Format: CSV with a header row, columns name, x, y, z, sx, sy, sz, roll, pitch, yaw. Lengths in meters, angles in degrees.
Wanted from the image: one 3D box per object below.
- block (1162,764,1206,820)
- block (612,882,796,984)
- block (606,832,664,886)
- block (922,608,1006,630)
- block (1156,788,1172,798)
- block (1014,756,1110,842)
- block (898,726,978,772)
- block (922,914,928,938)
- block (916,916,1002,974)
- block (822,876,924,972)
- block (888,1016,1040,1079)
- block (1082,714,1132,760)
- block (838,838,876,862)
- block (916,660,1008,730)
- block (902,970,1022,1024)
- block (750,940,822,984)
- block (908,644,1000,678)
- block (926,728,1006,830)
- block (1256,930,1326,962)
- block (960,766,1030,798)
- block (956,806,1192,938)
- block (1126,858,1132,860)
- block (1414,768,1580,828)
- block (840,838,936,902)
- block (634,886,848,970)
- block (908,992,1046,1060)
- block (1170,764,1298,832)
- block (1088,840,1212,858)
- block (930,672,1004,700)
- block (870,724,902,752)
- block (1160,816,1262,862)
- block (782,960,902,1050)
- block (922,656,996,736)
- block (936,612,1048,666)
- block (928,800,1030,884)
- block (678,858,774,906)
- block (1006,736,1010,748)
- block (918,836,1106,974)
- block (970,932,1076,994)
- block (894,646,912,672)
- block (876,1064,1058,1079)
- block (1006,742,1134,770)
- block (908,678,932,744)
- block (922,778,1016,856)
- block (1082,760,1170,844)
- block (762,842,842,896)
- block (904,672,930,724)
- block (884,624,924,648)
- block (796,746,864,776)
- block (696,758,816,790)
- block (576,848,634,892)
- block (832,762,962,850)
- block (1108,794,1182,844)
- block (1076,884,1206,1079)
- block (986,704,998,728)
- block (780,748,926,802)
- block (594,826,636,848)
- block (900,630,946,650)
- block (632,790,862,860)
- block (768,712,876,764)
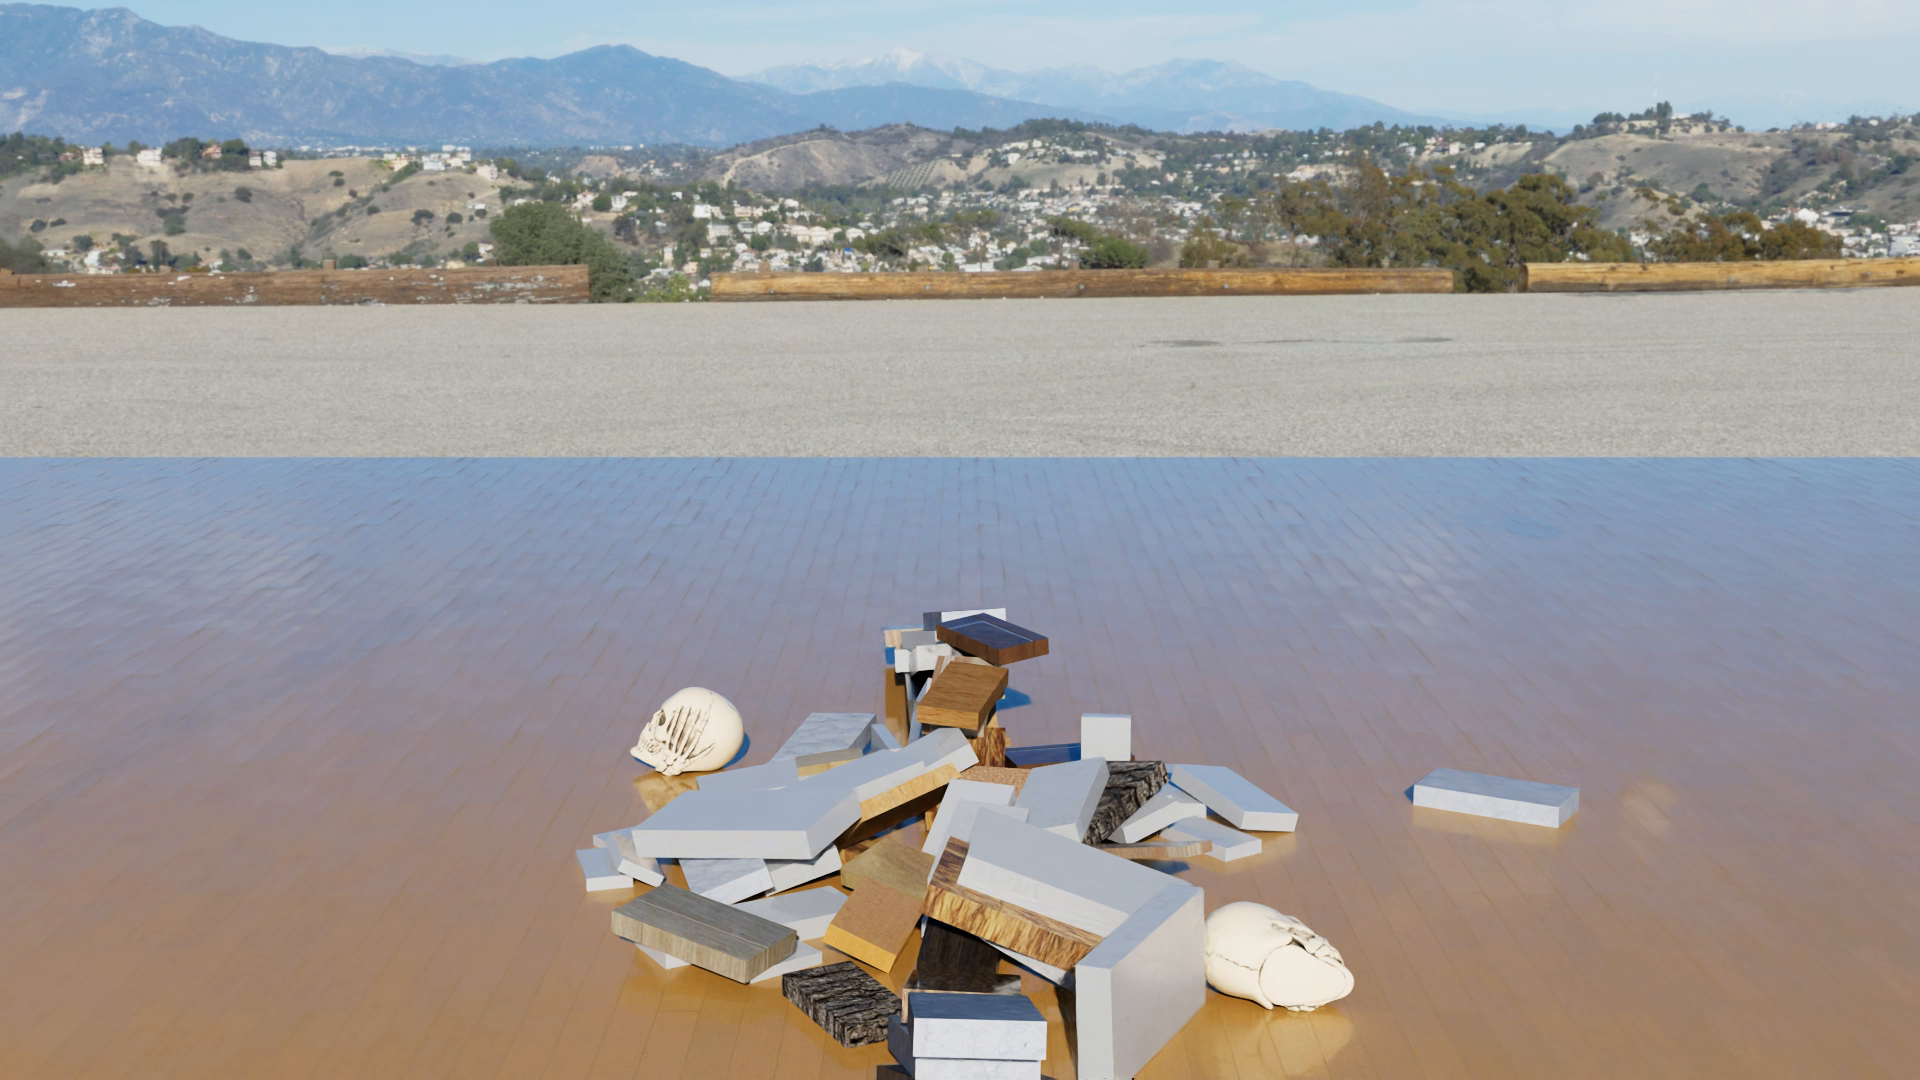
name,x,y,z,sx,sy,sz,roll,pitch,yaw
block,0.399,0.478,4.176,0.122,0.035,0.255,1,11,3
block,-0.391,0.597,3.352,0.256,0.036,0.128,14,20,29
block,-0.556,0.545,3.756,0.077,0.022,0.155,27,2,-19
block,0.008,0.175,4.834,0.138,0.039,0.276,-3,-2,-9
block,0.293,0.493,4.009,0.172,0.024,0.086,-19,16,-15
block,0.167,0.462,3.834,0.137,0.039,0.275,-12,16,18
block,-0.112,0.436,4.038,0.282,0.040,0.141,-28,17,-5
block,0.035,0.567,3.510,0.118,0.033,0.236,10,27,17
block,0.010,0.594,3.375,0.118,0.033,0.236,4,26,6
block,-0.131,0.597,3.431,0.112,0.032,0.224,25,14,6
block,0.001,0.659,2.861,0.156,0.044,0.311,3,-6,-8
block,0.272,0.417,4.104,0.091,0.182,0.026,1,10,6
block,-0.193,0.542,3.878,0.065,0.018,0.131,-8,13,-37
block,0.007,0.293,4.177,0.117,0.033,0.235,6,19,14
block,0.005,0.633,3.044,0.156,0.044,0.311,3,-6,2
block,-0.282,0.641,3.345,0.131,0.018,0.065,-8,13,-37
block,-0.010,0.252,4.641,0.176,0.050,0.353,-4,-6,-4
block,0.013,0.442,4.088,0.141,0.040,0.282,0,28,2
block,0.515,0.630,3.413,0.103,0.015,0.051,-8,13,-36
block,0.038,0.492,3.889,0.141,0.040,0.282,2,26,12
block,0.176,0.517,3.314,0.347,0.049,0.174,20,19,1
block,0.224,0.543,3.696,0.086,0.024,0.229,-8,-3,14
block,1.009,0.483,4.138,0.275,0.039,0.137,6,12,30
block,-0.071,0.561,3.618,0.231,0.033,0.116,14,28,36
block,-0.329,0.609,3.472,0.345,0.034,0.120,-6,12,-31
block,0.016,0.601,2.729,0.156,0.044,0.311,2,-6,-2
block,0.505,0.475,4.064,0.120,0.034,0.240,7,13,-29
block,0.244,0.517,3.648,0.062,0.017,0.399,-4,-4,-45
block,0.013,0.295,4.468,0.124,0.035,0.248,-4,3,-6
block,-0.143,0.427,4.295,0.026,0.091,0.182,-2,11,-13
block,0.446,0.531,3.918,0.086,0.024,0.172,-8,13,-36
block,-0.160,0.667,3.167,0.112,0.032,0.224,-6,12,-28
block,0.001,0.302,4.275,0.117,0.033,0.235,2,28,6
block,0.064,0.198,4.428,0.117,0.033,0.235,-12,17,-30
block,0.031,0.496,3.505,0.118,0.033,0.236,6,26,10
block,-0.409,0.539,3.729,0.128,0.036,0.342,-21,15,-10
block,0.038,0.418,4.469,0.117,0.017,0.058,-18,31,-32
block,0.124,0.562,3.291,0.347,0.049,0.174,21,19,4
block,0.121,0.603,3.301,0.224,0.032,0.112,27,20,20
block,-0.058,0.266,5.074,0.176,0.050,0.353,-3,0,-1
block,0.045,0.689,2.693,0.176,0.050,0.352,5,-7,-24
block,0.212,0.440,4.381,0.244,0.035,0.122,-3,11,-15
block,-0.075,0.372,4.341,0.026,0.091,0.182,17,47,-10
block,0.011,0.504,3.770,0.116,0.033,0.231,5,37,16
block,0.239,0.468,3.884,0.137,0.039,0.274,-4,19,39
block,-0.301,0.529,3.792,0.136,0.039,0.272,-19,15,-12
block,-0.025,0.328,4.678,0.176,0.050,0.480,-4,3,-2
block,-0.108,0.225,5.202,0.138,0.039,0.276,-3,0,-2
block,-0.239,0.408,4.052,0.123,0.017,0.062,-8,14,-7
block,-0.341,0.451,4.043,0.272,0.039,0.136,-9,15,-12
block,-0.609,0.562,3.762,0.077,0.022,0.155,-3,11,-16
block,-0.115,0.468,3.863,0.231,0.033,0.116,-20,-21,-38
block,0.273,0.483,3.948,0.122,0.035,0.244,-23,17,-28
block,0.254,0.616,3.041,0.050,0.176,0.352,2,10,26
block,0.015,0.398,4.321,0.124,0.035,0.248,-4,33,-2
block,-0.201,0.439,3.907,0.256,0.036,0.128,-18,16,-33
block,-0.586,0.532,3.932,0.123,0.017,0.062,-8,13,-36
block,-0.026,0.215,4.820,0.138,0.039,0.276,-3,-2,-17
block,-0.361,0.479,3.719,0.347,0.049,0.174,-4,15,28
block,-0.294,0.438,4.241,0.136,0.039,0.504,0,15,14
